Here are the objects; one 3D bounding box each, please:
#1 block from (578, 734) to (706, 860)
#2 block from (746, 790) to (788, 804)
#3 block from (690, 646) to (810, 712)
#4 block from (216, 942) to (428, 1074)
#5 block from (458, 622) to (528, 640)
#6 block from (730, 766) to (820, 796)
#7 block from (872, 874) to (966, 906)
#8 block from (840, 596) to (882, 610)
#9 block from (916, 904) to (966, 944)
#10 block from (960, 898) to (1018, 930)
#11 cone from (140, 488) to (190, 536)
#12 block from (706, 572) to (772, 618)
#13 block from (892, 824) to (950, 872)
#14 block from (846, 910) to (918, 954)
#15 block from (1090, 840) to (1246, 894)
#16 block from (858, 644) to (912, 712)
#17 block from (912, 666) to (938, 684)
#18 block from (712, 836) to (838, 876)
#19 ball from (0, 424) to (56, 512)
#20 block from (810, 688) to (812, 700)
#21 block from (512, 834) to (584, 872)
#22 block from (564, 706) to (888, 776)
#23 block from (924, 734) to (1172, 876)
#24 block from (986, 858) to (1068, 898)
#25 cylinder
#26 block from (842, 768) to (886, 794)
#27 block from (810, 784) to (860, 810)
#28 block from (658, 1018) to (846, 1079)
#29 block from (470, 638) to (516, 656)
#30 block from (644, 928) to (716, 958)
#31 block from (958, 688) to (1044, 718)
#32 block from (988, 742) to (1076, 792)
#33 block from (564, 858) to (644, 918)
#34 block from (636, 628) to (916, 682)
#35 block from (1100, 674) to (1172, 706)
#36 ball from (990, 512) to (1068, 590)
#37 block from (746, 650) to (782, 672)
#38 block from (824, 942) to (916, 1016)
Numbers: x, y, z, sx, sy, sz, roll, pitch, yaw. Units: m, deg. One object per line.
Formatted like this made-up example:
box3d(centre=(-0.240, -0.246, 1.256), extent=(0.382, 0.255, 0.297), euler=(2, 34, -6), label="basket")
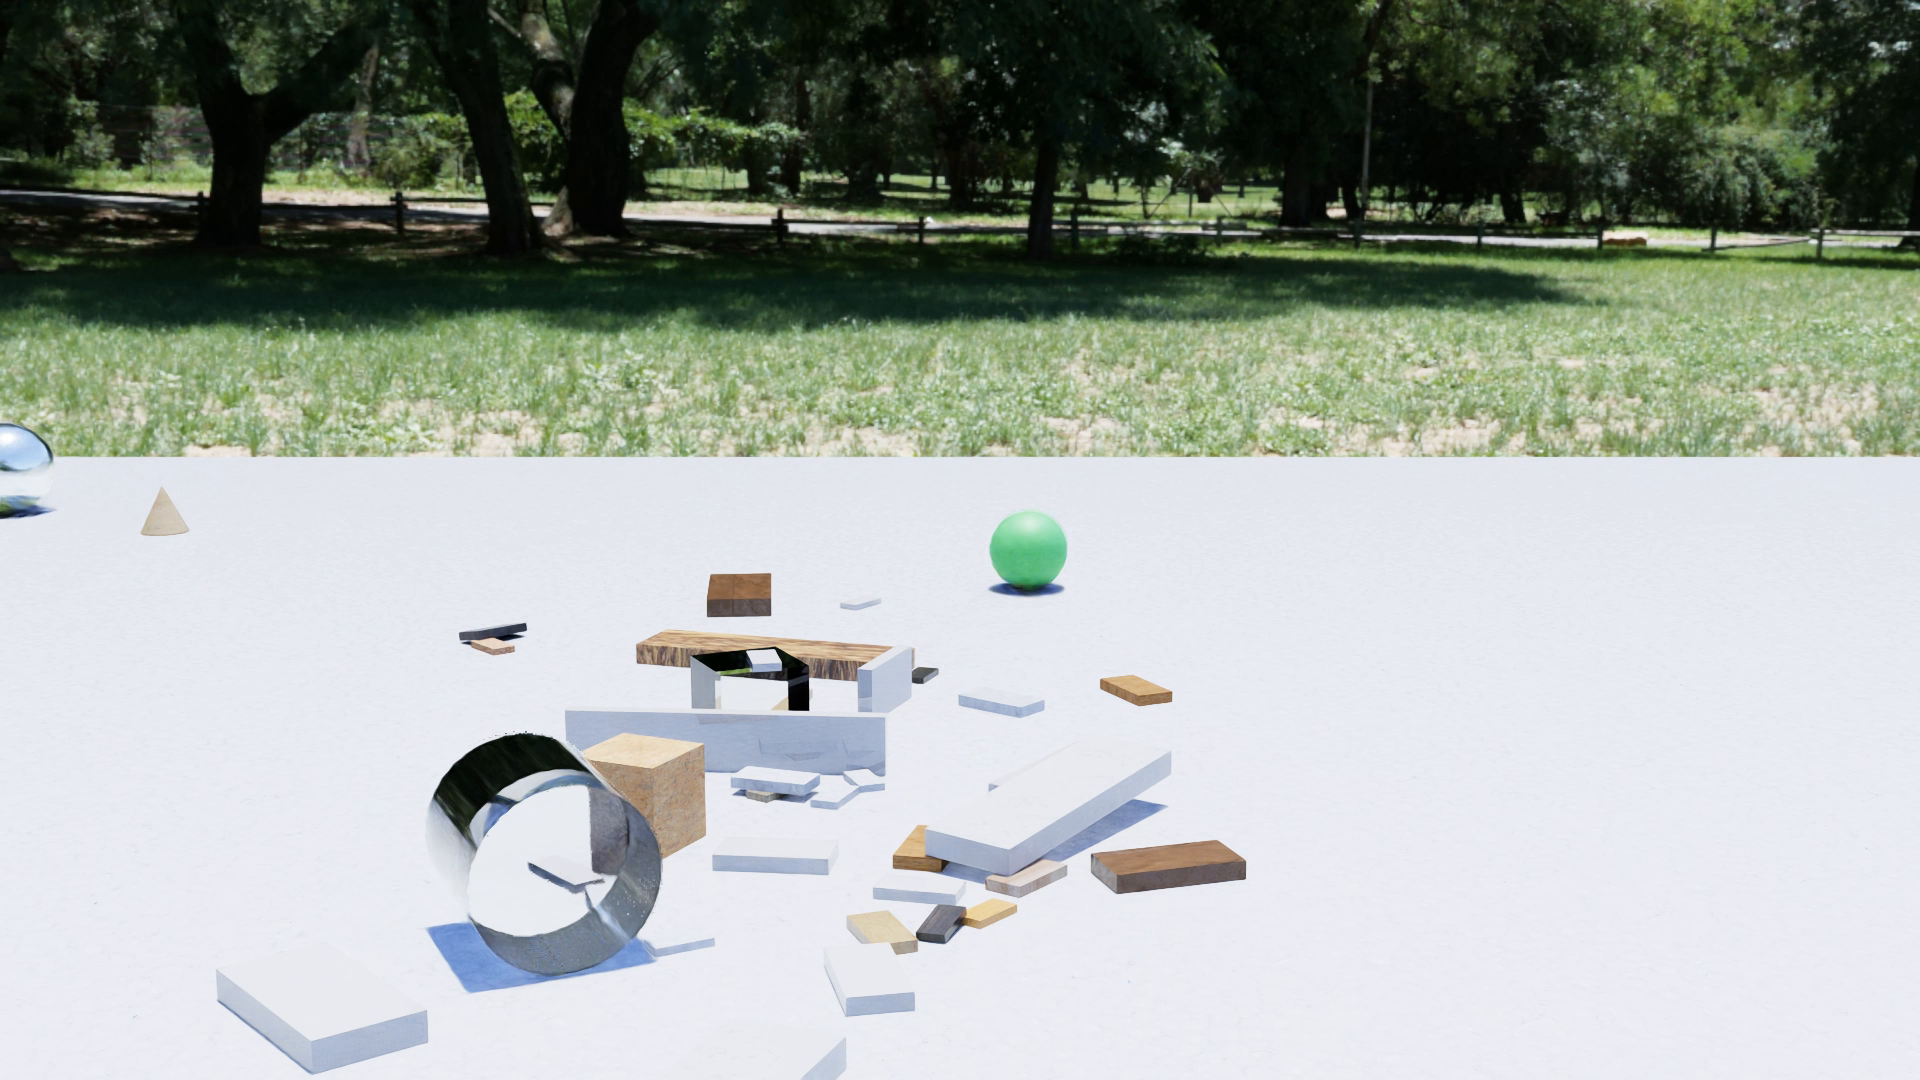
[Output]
box3d(centre=(-0.572, 0.457, 3.914), extent=(0.172, 0.172, 0.172), euler=(5, 12, 24), label="block")
box3d(centre=(-0.356, 0.481, 4.218), extent=(0.051, 0.015, 0.103), euler=(8, 13, 36), label="block")
box3d(centre=(-0.431, 0.339, 4.508), extent=(0.188, 0.188, 0.188), euler=(-5, 12, -25), label="block")
box3d(centre=(-0.915, 0.664, 3.141), extent=(0.169, 0.048, 0.338), euler=(-9, 14, -39), label="block")
box3d(centre=(-1.168, 0.229, 5.500), extent=(0.077, 0.022, 0.154), euler=(-5, 3, 39), label="block")
box3d(centre=(-0.354, 0.462, 4.220), extent=(0.154, 0.022, 0.077), euler=(4, 11, 19), label="block")
box3d(centre=(-0.067, 0.582, 3.659), extent=(0.141, 0.020, 0.071), euler=(3, 11, 14), label="block")
box3d(centre=(-0.266, 0.169, 5.893), extent=(0.055, 0.016, 0.110), euler=(7, 13, 34), label="block")
box3d(centre=(-0.029, 0.608, 3.490), extent=(0.050, 0.014, 0.099), euler=(1, 18, 21), label="block")
box3d(centre=(0.043, 0.604, 3.556), extent=(0.050, 0.014, 0.099), euler=(8, 13, 37), label="block")
box3d(centre=(-2.525, -0.099, 6.972), extent=(0.150, 0.150, 0.150), euler=(0, 11, 0), label="cone")
box3d(centre=(-0.592, 0.147, 5.924), extent=(0.169, 0.048, 0.338), euler=(-1, 11, -5), label="block")
box3d(centre=(-0.054, 0.541, 3.864), extent=(0.087, 0.025, 0.174), euler=(3, 11, 13), label="block")
box3d(centre=(-0.123, 0.619, 3.459), extent=(0.071, 0.020, 0.141), euler=(-4, 11, -21), label="block")
box3d(centre=(0.355, 0.557, 3.755), extent=(0.238, 0.034, 0.119), euler=(-3, 11, -18), label="block")
box3d(centre=(-0.164, 0.315, 4.825), extent=(0.034, 0.119, 0.238), euler=(4, 11, 19), label="block")
box3d(centre=(-0.091, 0.315, 5.112), extent=(0.051, 0.015, 0.103), euler=(4, 11, 19), label="block")
box3d(centre=(-0.319, 0.548, 3.819), extent=(0.203, 0.029, 0.101), euler=(1, 11, 6), label="block")
box3d(centre=(-3.175, -0.240, 7.327), extent=(0.296, 0.296, 0.296), euler=(0, 11, 0), label="ball")
box3d(centre=(-0.386, 0.356, 4.870), extent=(0.077, 0.022, 0.154), euler=(2, 11, 13), label="block")
box3d(centre=(-0.722, 0.548, 3.852), extent=(0.058, 0.016, 0.153), euler=(-9, 14, -40), label="block")
box3d(centre=(-0.465, 0.399, 4.373), extent=(0.641, 0.119, 0.034), euler=(1, 11, 5), label="block")
box3d(centre=(0.169, 0.468, 3.957), extent=(0.172, 0.049, 0.562), euler=(9, 18, 33), label="block")
box3d(centre=(0.113, 0.570, 3.721), extent=(0.071, 0.020, 0.141), euler=(8, 13, 36), label="block")
box3d(centre=(-0.652, 0.483, 3.421), extent=(0.296, 0.296, 0.296), euler=(-5, 13, -25), label="cylinder")
box3d(centre=(-0.187, 0.469, 4.281), extent=(0.051, 0.015, 0.103), euler=(-4, 11, -21), label="block")
box3d(centre=(-0.237, 0.488, 4.178), extent=(0.055, 0.016, 0.110), euler=(4, 11, 20), label="block")
box3d(centre=(-0.295, 0.718, 2.848), extent=(0.172, 0.049, 0.344), euler=(4, 11, 21), label="block")
box3d(centre=(-1.146, 0.261, 5.395), extent=(0.058, 0.016, 0.116), euler=(-9, 14, -39), label="block")
box3d(centre=(-0.438, 0.628, 3.428), extent=(0.099, 0.014, 0.050), euler=(-6, 12, -29), label="block")
box3d(centre=(0.091, 0.358, 4.849), extent=(0.174, 0.025, 0.087), euler=(8, 13, 38), label="block")
box3d(centre=(0.217, 0.462, 4.225), extent=(0.172, 0.049, 0.344), euler=(6, 12, 31), label="block")
box3d(centre=(-0.593, 0.577, 3.659), extent=(0.101, 0.029, 0.203), euler=(-3, 11, -17), label="block")
box3d(centre=(-0.440, 0.275, 5.232), extent=(0.647, 0.048, 0.169), euler=(3, 11, 18), label="block")
box3d(centre=(0.396, 0.338, 4.956), extent=(0.087, 0.025, 0.174), euler=(-5, 12, -26), label="block")
box3d(centre=(0.190, 0.028, 6.102), extent=(0.216, 0.216, 0.216), euler=(0, 11, 0), label="ball")
box3d(centre=(-0.397, 0.244, 4.454), extent=(0.058, 0.016, 0.116), euler=(-2, 11, -11), label="block")
box3d(centre=(-0.136, 0.651, 3.264), extent=(0.101, 0.029, 0.203), euler=(-2, 11, -12), label="block")
